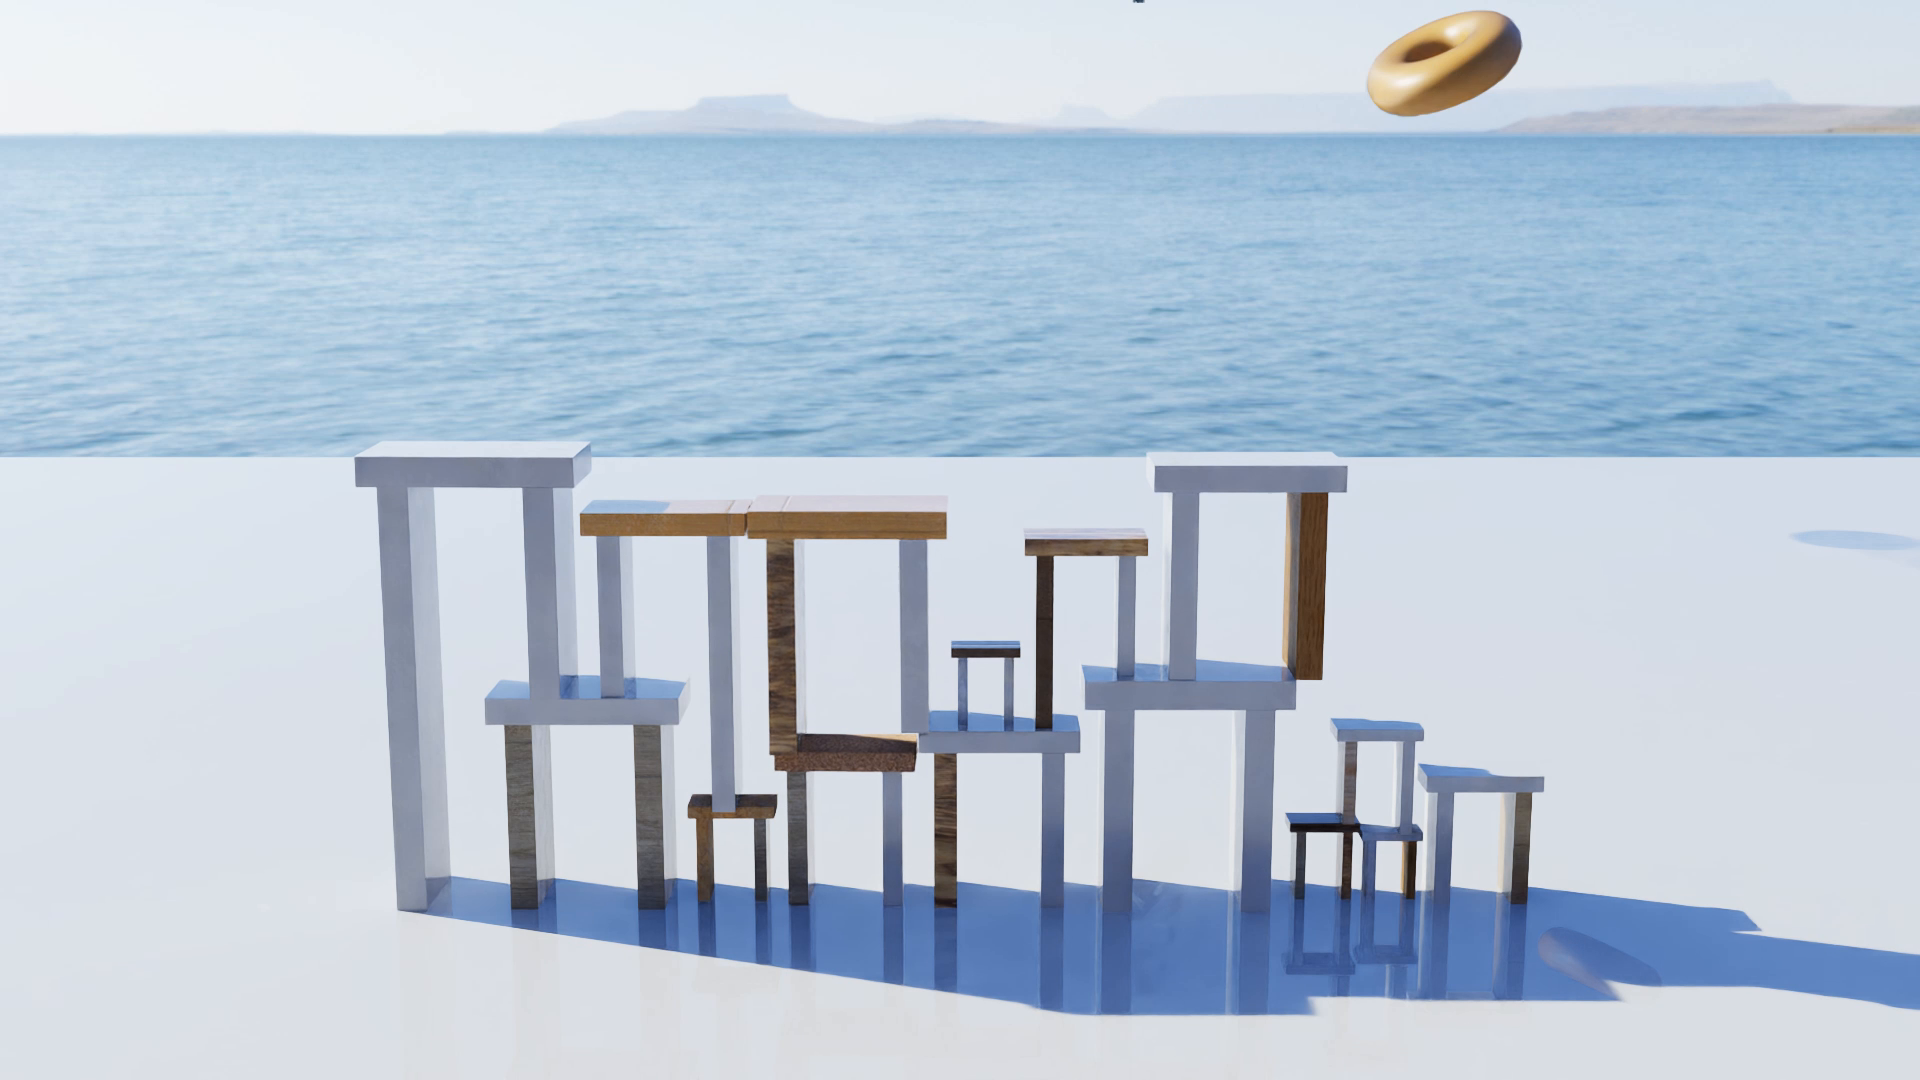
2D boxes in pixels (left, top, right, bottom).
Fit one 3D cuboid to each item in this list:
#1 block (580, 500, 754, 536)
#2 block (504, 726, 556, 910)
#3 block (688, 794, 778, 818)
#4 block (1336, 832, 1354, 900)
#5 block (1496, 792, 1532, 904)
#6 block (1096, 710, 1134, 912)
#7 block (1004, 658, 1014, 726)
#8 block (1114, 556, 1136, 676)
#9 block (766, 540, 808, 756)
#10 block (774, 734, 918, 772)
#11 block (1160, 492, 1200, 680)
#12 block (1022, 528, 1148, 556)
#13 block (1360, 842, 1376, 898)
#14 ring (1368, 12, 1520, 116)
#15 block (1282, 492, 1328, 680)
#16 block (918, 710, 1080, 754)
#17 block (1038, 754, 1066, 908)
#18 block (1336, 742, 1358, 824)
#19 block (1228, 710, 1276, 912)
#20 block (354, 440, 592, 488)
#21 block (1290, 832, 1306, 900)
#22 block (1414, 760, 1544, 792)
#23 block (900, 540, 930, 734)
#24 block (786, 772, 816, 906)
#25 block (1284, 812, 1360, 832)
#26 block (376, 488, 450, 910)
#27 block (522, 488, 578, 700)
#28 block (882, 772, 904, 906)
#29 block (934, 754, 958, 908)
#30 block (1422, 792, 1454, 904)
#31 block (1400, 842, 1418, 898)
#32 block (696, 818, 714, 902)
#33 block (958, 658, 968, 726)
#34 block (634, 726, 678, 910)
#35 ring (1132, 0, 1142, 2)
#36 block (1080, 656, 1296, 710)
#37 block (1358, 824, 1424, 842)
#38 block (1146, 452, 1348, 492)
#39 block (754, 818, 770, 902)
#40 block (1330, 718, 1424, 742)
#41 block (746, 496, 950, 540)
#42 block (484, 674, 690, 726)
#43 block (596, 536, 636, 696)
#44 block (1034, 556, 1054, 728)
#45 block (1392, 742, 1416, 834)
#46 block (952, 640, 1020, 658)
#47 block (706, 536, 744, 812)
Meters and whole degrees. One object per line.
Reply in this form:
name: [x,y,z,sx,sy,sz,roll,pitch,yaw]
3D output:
block: [-0.472,-0.036,3.552,0.263,0.037,0.131,0,11,0]
block: [-0.711,0.437,3.642,0.044,0.311,0.156,0,11,0]
block: [-0.376,0.440,3.640,0.142,0.020,0.071,0,11,0]
block: [0.639,0.533,3.659,0.016,0.115,0.058,0,11,0]
block: [0.920,0.497,3.649,0.027,0.191,0.095,0,11,0]
block: [0.256,0.424,3.637,0.048,0.338,0.169,0,11,0]
block: [0.079,0.241,3.601,0.016,0.113,0.056,0,11,0]
block: [0.268,0.114,3.577,0.028,0.197,0.099,0,11,0]
block: [-0.282,0.159,3.593,0.045,0.355,0.158,0,10,2]
block: [-0.186,0.350,3.624,0.228,0.032,0.114,0,10,2]
block: [0.356,0.061,3.567,0.043,0.304,0.152,0,11,0]
block: [0.202,0.003,3.557,0.197,0.028,0.099,0,11,0]
block: [0.680,0.541,3.659,0.014,0.100,0.050,0,11,0]
ring: [1.164,-1.148,5.293,0.379,0.126,0.379,-23,25,11]
block: [0.559,0.061,3.568,0.043,0.304,0.152,0,11,0]
block: [0.064,0.315,3.615,0.262,0.037,0.131,0,11,0]
block: [0.151,0.462,3.643,0.037,0.262,0.131,0,11,0]
block: [0.638,0.391,3.631,0.020,0.141,0.071,0,11,0]
block: [0.482,0.424,3.637,0.048,0.338,0.169,0,11,0]
block: [-0.780,-0.122,3.542,0.344,0.049,0.172,0,11,0]
block: [0.562,0.533,3.659,0.016,0.115,0.058,0,11,0]
block: [0.856,0.390,3.629,0.191,0.027,0.095,0,11,0]
block: [-0.073,0.141,3.585,0.045,0.316,0.158,0,11,0]
block: [-0.263,0.478,3.646,0.032,0.228,0.114,0,10,2]
block: [0.601,0.469,3.647,0.115,0.016,0.058,0,11,0]
block: [-0.894,0.245,3.610,0.049,0.699,0.172,0,11,0]
block: [-0.665,0.070,3.578,0.049,0.344,0.172,0,11,0]
block: [-0.110,0.478,3.646,0.032,0.228,0.114,0,11,0]
block: [-0.023,0.462,3.642,0.037,0.262,0.131,0,11,0]
block: [0.793,0.497,3.649,0.027,0.191,0.095,0,11,0]
block: [0.747,0.541,3.659,0.014,0.100,0.050,0,11,0]
block: [-0.423,0.520,3.655,0.020,0.142,0.071,0,11,0]
block: [0.004,0.241,3.601,0.016,0.112,0.056,0,11,0]
block: [-0.504,0.437,3.642,0.044,0.311,0.156,0,11,0]
ring: [0.458,-1.714,6.392,0.113,0.339,0.339,-34,-5,25]
block: [0.369,0.234,3.602,0.338,0.048,0.169,0,11,0]
block: [0.713,0.485,3.648,0.100,0.014,0.050,0,11,0]
block: [0.458,-0.110,3.536,0.304,0.043,0.152,0,11,0]
block: [-0.328,0.520,3.655,0.020,0.142,0.071,0,11,0]
block: [0.685,0.312,3.616,0.141,0.020,0.071,0,11,0]
block: [-0.177,-0.037,3.555,0.316,0.045,0.158,0,10,1]
block: [-0.608,0.262,3.610,0.311,0.044,0.156,0,11,0]
block: [-0.559,0.111,3.579,0.037,0.263,0.131,0,11,0]
block: [0.136,0.157,3.585,0.028,0.284,0.099,0,11,0]
block: [0.732,0.400,3.633,0.020,0.159,0.071,0,11,0]
block: [0.042,0.178,3.589,0.113,0.016,0.056,0,11,0]
block: [-0.384,0.206,3.597,0.037,0.456,0.131,0,11,0]
